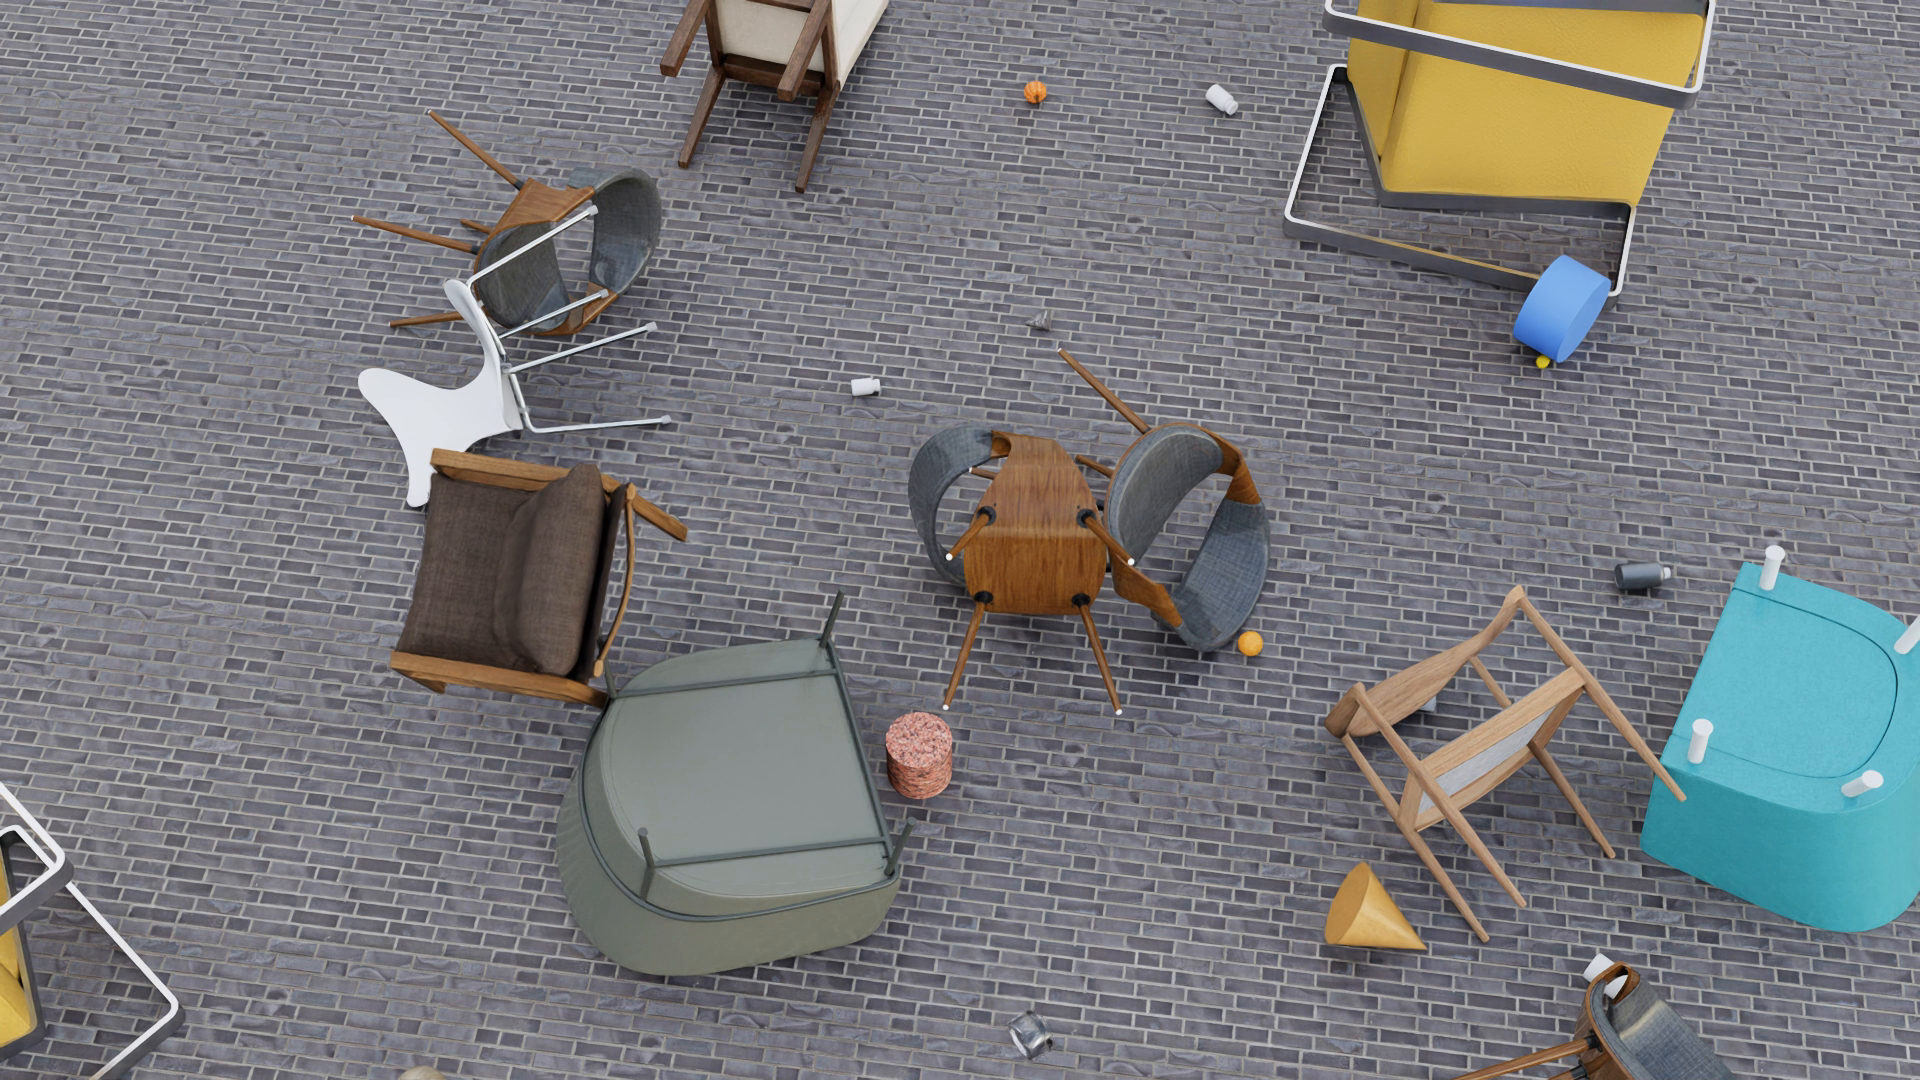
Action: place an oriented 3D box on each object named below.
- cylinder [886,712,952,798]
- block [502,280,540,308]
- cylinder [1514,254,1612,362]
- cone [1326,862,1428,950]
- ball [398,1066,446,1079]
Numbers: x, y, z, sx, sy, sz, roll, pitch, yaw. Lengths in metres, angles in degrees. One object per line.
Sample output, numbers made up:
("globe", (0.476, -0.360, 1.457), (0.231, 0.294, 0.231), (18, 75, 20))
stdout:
("cylinder", (-0.112, 0.595, 6.063), (0.181, 0.185, 0.172), (-4, 56, -2))
("block", (-1.413, -0.792, 7.076), (0.094, 0.048, 0.066), (11, 57, 7))
("cylinder", (1.882, -0.722, 6.873), (0.157, 0.298, 0.318), (34, 20, 21))
("cone", (1.134, 1.025, 5.830), (0.256, 0.199, 0.256), (31, 47, -6))
("ball", (-1.361, 1.397, 5.554), (0.137, 0.137, 0.137), (0, 56, 0))
